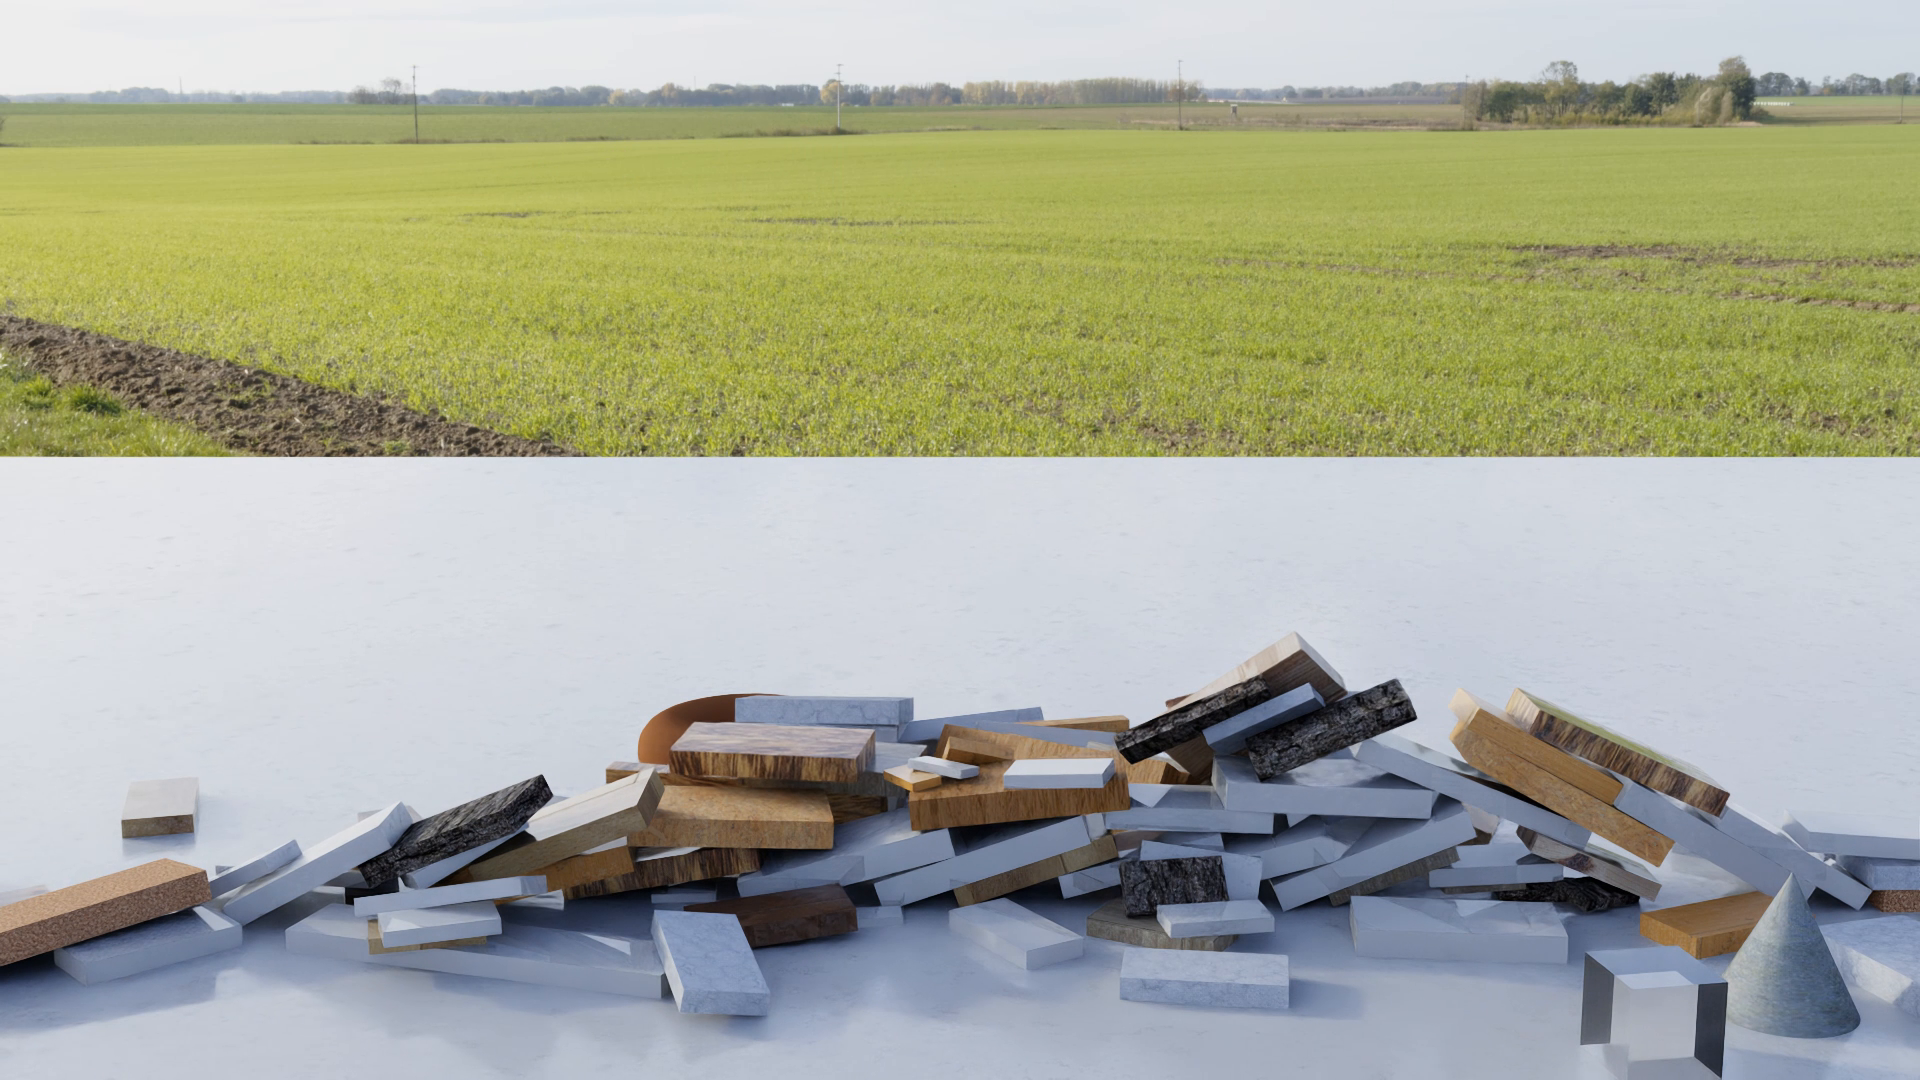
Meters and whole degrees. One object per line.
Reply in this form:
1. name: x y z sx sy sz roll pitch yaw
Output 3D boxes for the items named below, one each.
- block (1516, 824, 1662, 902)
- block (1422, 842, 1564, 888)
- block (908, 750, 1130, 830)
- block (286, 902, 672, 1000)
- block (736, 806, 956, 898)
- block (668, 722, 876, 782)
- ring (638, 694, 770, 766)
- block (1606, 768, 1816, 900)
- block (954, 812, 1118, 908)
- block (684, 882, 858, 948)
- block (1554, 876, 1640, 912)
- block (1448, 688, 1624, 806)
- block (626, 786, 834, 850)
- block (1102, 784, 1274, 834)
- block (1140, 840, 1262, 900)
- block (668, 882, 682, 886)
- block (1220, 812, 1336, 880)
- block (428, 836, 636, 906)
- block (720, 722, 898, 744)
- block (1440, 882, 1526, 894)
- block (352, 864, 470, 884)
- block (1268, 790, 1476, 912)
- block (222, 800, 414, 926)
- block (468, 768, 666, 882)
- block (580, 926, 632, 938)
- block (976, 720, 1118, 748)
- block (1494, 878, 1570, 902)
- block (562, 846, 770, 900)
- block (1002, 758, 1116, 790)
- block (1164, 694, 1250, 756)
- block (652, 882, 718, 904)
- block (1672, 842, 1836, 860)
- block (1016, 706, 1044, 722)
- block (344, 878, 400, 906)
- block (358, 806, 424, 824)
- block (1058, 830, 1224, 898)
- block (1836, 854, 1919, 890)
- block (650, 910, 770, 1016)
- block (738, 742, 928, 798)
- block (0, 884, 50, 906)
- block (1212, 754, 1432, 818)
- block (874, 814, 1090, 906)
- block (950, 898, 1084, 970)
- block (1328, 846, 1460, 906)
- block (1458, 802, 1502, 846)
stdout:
1. block: 1.036 0.526 3.631 0.220 0.031 0.110 22 9 -2
2. block: 0.877 0.539 3.652 0.220 0.031 0.110 -3 10 -1
3. block: 0.098 0.412 3.638 0.356 0.050 0.178 -6 10 2
4. block: -0.722 0.627 3.372 0.635 0.036 0.127 3 11 17
5. block: -0.185 0.520 3.658 0.356 0.050 0.178 -15 10 3
6. block: -0.320 0.362 3.767 0.324 0.042 0.149 2 14 10
7. ring: -0.430 0.402 4.318 0.403 0.134 0.403 -1 11 0
8. block: 1.224 0.482 3.647 0.356 0.050 0.178 29 9 -6
9. block: 0.123 0.528 3.652 0.274 0.039 0.137 -19 10 3
10. block: -0.301 0.599 3.479 0.255 0.036 0.127 -6 12 -14
11. block: 1.046 0.578 3.609 0.136 0.019 0.068 -1 21 -36
12. block: 0.945 0.338 3.619 0.274 0.039 0.137 28 9 -6
13. block: -0.384 0.459 3.646 0.333 0.047 0.167 2 12 -9
14. block: 0.374 0.445 3.653 0.274 0.039 0.137 2 10 -1
15. block: 0.385 0.548 3.554 0.195 0.098 0.028 8 -6 5
16. block: -0.444 0.554 3.693 0.105 0.015 0.053 -13 11 -14
17. block: 0.442 0.526 3.655 0.336 0.048 0.168 -15 10 2
18. block: -0.703 0.535 3.625 0.333 0.047 0.167 -13 13 -3
19. block: -0.282 0.427 4.089 0.333 0.167 0.047 0 10 1
20. block: 0.863 0.565 3.655 0.136 0.019 0.068 -3 10 -4
21. block: -0.904 0.523 3.634 0.198 0.028 0.099 4 18 26
22. block: 0.673 0.506 3.652 0.336 0.048 0.168 -22 10 3
23. block: -1.034 0.523 3.552 0.288 0.041 0.144 -28 8 4
24. block: -0.631 0.463 3.541 0.299 0.042 0.149 -21 15 10
25. block: -0.555 0.627 3.428 0.104 0.015 0.052 6 12 30
26. block: 0.176 0.430 4.086 0.317 0.158 0.045 4 -16 19
27. block: 0.960 0.582 3.662 0.136 0.019 0.068 0 11 2
28. block: -0.490 0.529 3.698 0.333 0.047 0.166 -9 11 5
29. block: 0.161 0.380 3.573 0.166 0.023 0.083 -3 11 18
30. block: 0.469 0.360 3.916 0.153 0.306 0.043 -16 54 6
31. block: -0.458 0.586 3.652 0.105 0.015 0.053 -1 11 -4
32. block: 1.390 0.539 3.850 0.245 0.035 0.122 8 13 36
33. block: -0.002 0.397 4.365 0.311 0.044 0.156 -5 -24 -25
34. block: -0.985 0.575 3.682 0.086 0.024 0.173 -3 11 -16
35. block: -1.012 0.523 3.956 0.096 0.027 0.193 -6 12 -28
36. block: 0.294 0.520 3.653 0.274 0.039 0.137 -15 10 0
37. block: 1.618 0.535 3.637 0.280 0.040 0.140 0 11 -2
38. block: -0.371 0.623 3.252 0.127 0.036 0.255 7 15 -19
39. block: -0.219 0.391 3.820 0.299 0.042 0.149 3 14 14
40. block: -1.562 0.599 3.550 0.183 0.026 0.091 -8 13 -36
41. block: 0.598 0.409 3.656 0.336 0.048 0.168 3 10 -2
42. block: 0.036 0.509 3.656 0.356 0.050 0.178 -19 10 4
43. block: 0.086 0.616 3.448 0.107 0.030 0.214 -7 13 -33
44. block: 0.709 0.536 3.643 0.220 0.031 0.110 -21 10 6
45. block: 0.819 0.462 3.965 0.307 0.043 0.153 24 18 17
